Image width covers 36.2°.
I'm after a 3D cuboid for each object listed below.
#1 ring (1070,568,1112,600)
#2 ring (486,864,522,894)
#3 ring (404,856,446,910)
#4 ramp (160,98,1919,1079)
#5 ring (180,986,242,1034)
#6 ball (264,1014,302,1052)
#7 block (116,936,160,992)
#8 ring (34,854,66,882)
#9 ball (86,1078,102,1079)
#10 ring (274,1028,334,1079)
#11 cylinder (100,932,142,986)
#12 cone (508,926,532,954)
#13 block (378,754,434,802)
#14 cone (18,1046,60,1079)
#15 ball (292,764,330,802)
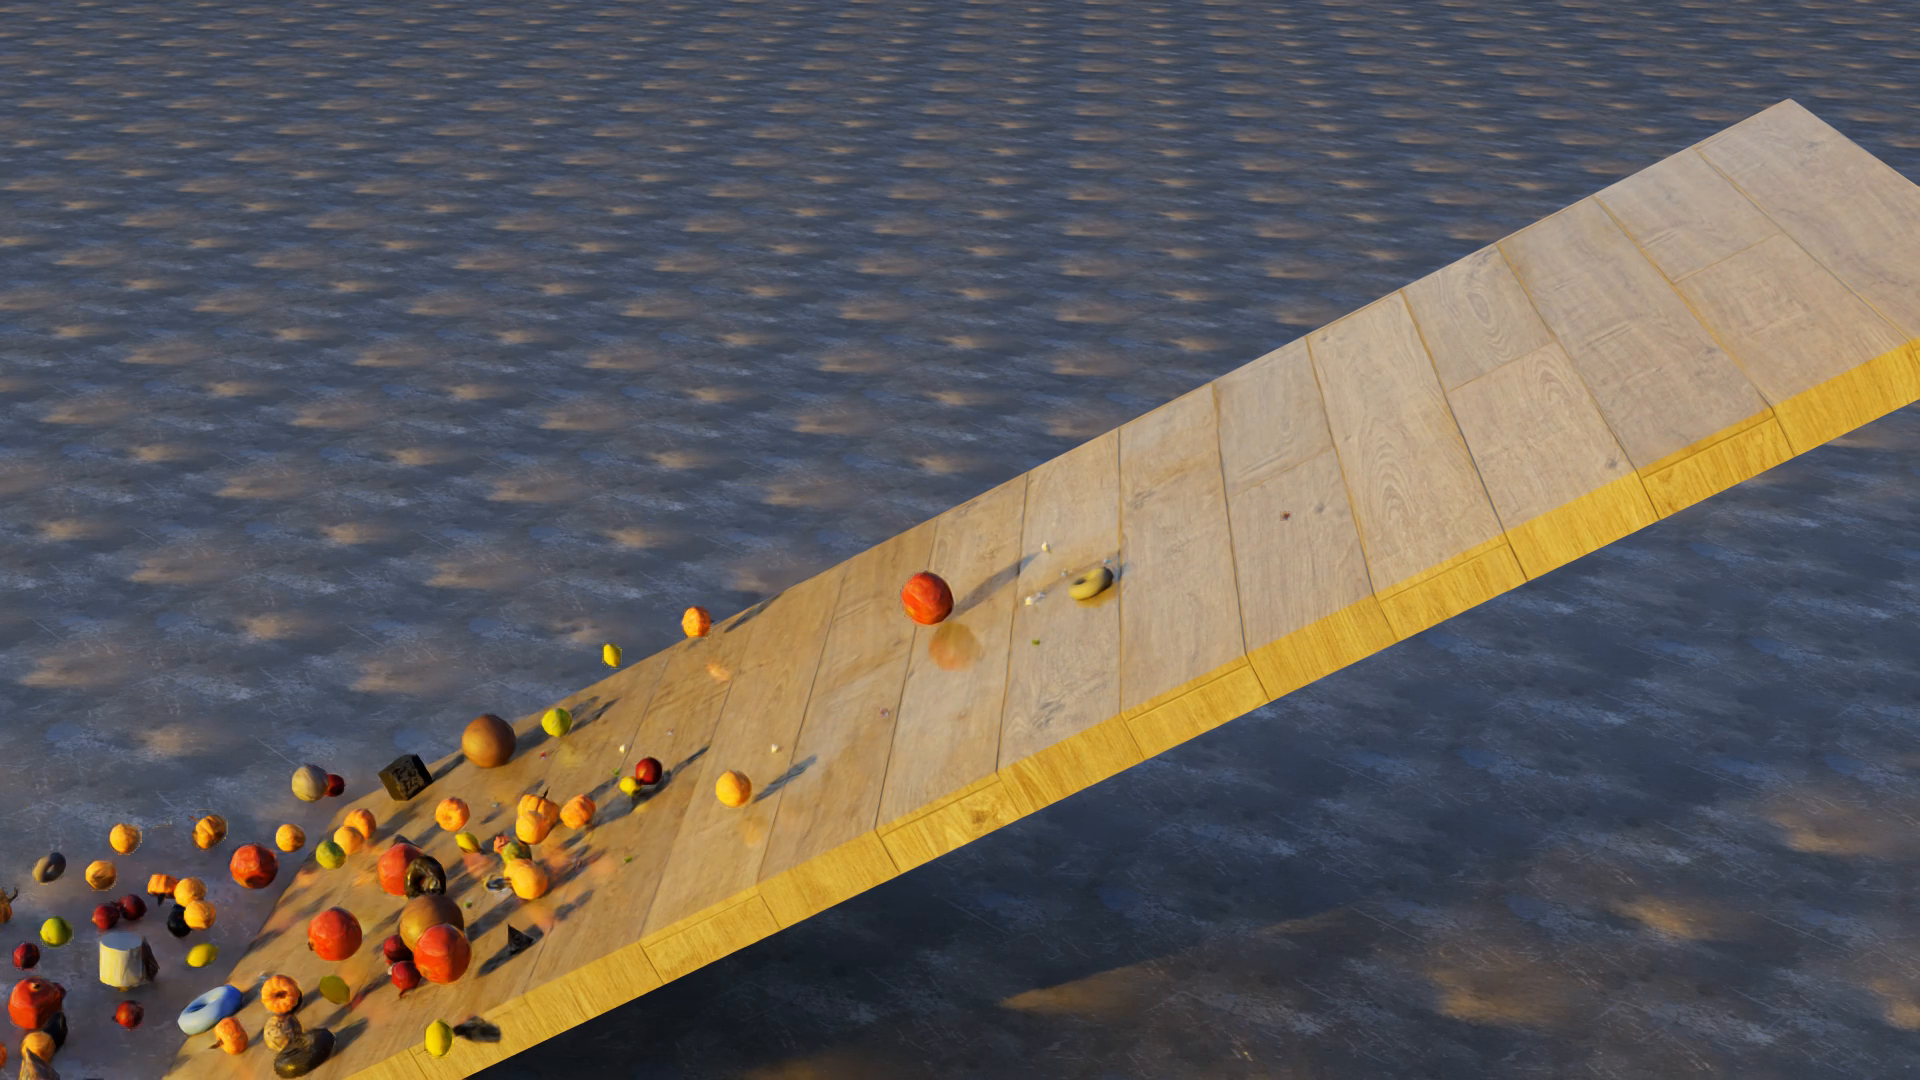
[{"bbox_3d":[0.269,0.089,6.035,0.097,0.032,0.097,-27,15,8],"label":"ring"},{"bbox_3d":[-0.960,0.715,6.201,0.083,0.028,0.083,-28,13,7],"label":"ring"},{"bbox_3d":[-1.151,0.738,6.328,0.118,0.118,0.039,15,7,40],"label":"ring"},{"bbox_3d":[0.140,0.167,6.281,4.000,0.100,2.000,-26,14,10],"label":"ramp"},{"bbox_3d":[-1.624,1.017,6.371,0.145,0.048,0.145,-26,15,7],"label":"ring"},{"bbox_3d":[-1.356,0.987,5.893,0.077,0.077,0.077,0,17,0],"label":"ball"},{"bbox_3d":[-1.905,0.977,6.769,0.082,0.082,0.082,-21,12,-1],"label":"block"},{"bbox_3d":[-2.271,0.819,7.339,0.029,0.086,0.086,39,35,27],"label":"ring"},{"bbox_3d":[-1.798,1.163,6.104,0.093,0.093,0.093,0,17,0],"label":"ball"},{"bbox_3d":[-1.283,1.005,5.755,0.131,0.044,0.131,-26,18,9],"label":"ring"},{"bbox_3d":[-1.880,0.939,6.593,0.090,0.090,0.090,7,17,-2],"label":"cylinder"},{"bbox_3d":[-0.872,0.775,5.760,0.053,0.053,0.053,-27,14,7],"label":"cone"},{"bbox_3d":[-1.385,0.594,7.348,0.082,0.082,0.082,-38,17,-34],"label":"block"},{"bbox_3d":[-1.988,1.125,6.303,0.092,0.092,0.092,-9,19,3],"label":"cone"},{"bbox_3d":[-1.549,0.580,7.016,0.088,0.088,0.088,0,17,0],"label":"ball"}]
